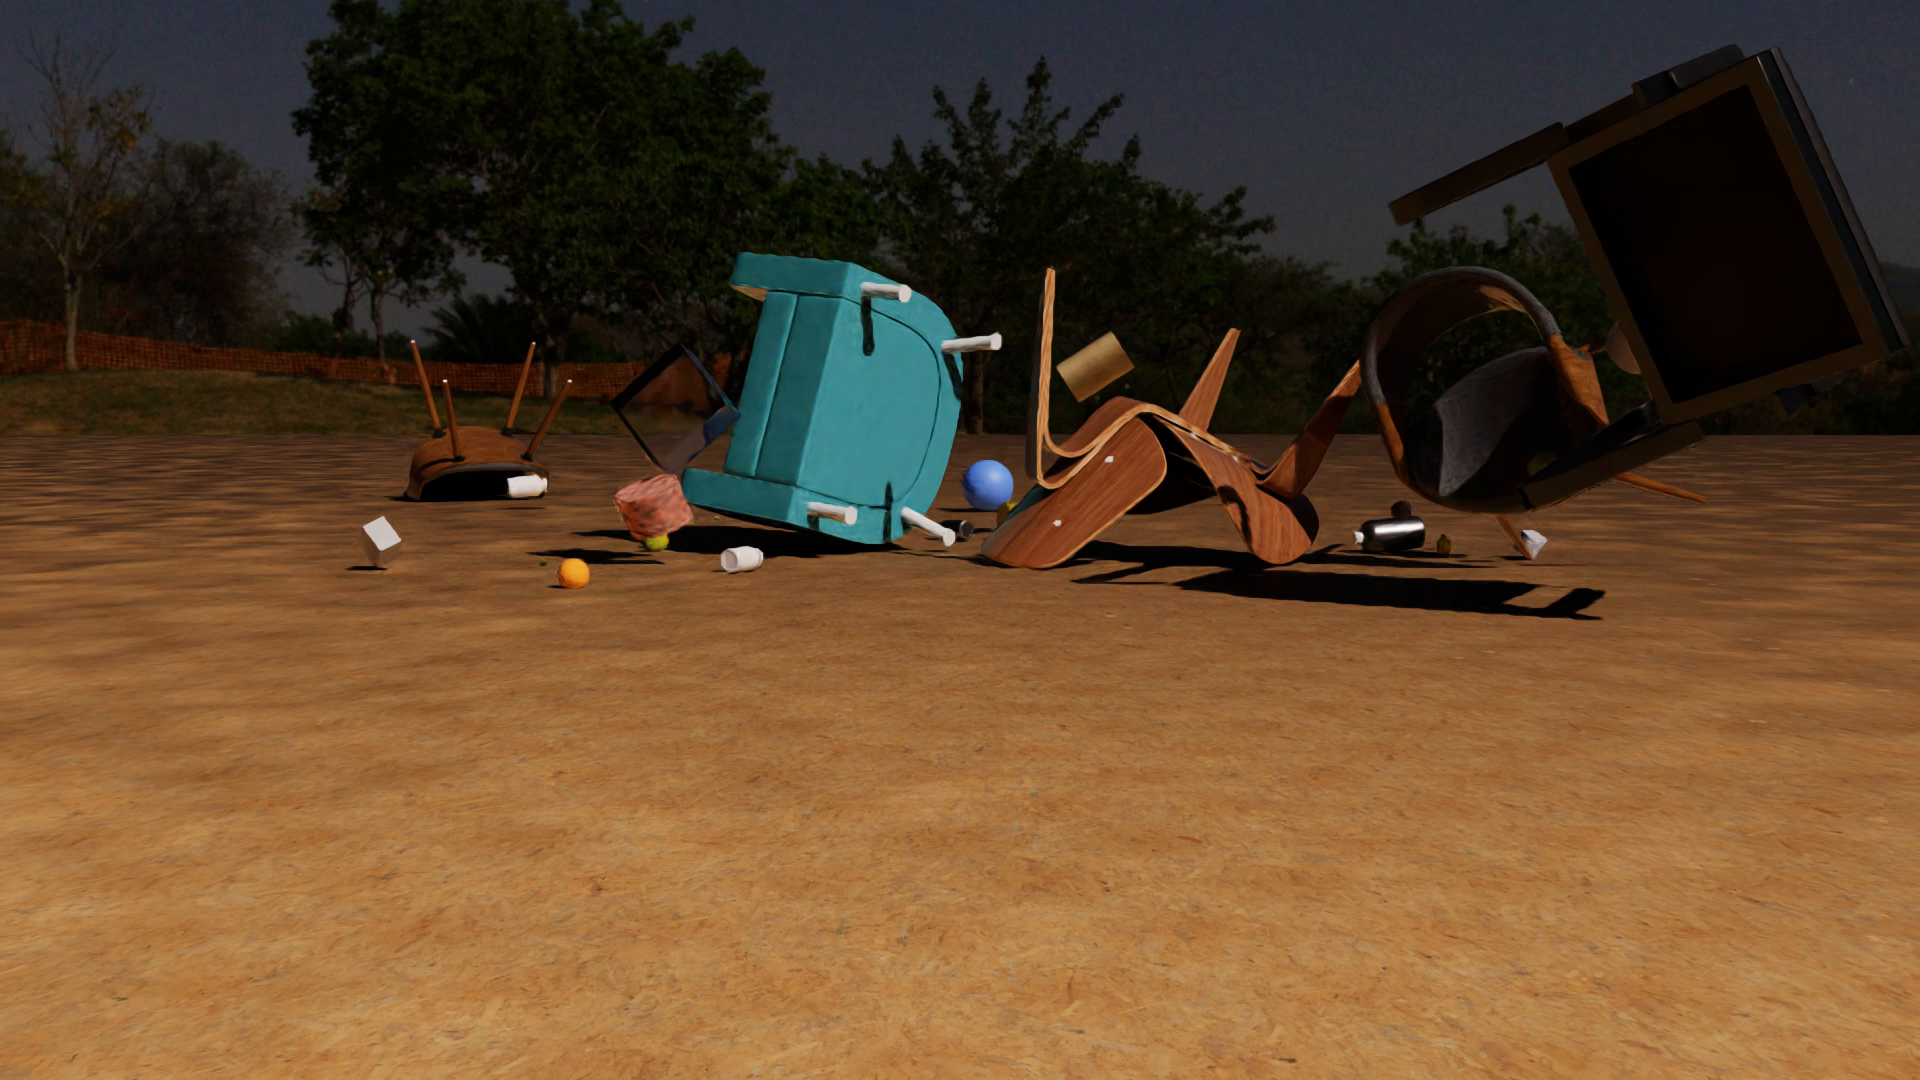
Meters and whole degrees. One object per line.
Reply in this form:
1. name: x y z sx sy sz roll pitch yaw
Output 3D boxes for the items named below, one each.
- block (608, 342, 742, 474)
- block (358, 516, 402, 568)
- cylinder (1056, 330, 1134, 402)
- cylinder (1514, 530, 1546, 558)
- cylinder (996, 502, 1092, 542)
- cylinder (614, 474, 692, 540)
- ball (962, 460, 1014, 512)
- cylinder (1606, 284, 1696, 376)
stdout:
1. block: -0.725 -0.333 5.603 0.236 0.224 0.105 -41 -22 4
2. block: -1.436 0.006 5.440 0.062 0.082 0.085 -31 -15 -36
3. cylinder: 0.396 -0.508 6.450 0.193 0.107 0.194 -33 -24 6
4. cylinder: 1.515 0.010 5.843 0.080 0.051 0.061 5 32 -41
5. cylinder: 0.247 -0.054 6.494 0.256 0.116 0.113 -2 12 -22
6. cylinder: -0.775 -0.084 5.568 0.167 0.117 0.104 -18 31 3
7. ball: 0.102 -0.199 8.042 0.192 0.192 0.192 0 4 0
8. cylinder: 1.690 -0.514 5.387 0.150 0.155 0.175 37 -27 10
